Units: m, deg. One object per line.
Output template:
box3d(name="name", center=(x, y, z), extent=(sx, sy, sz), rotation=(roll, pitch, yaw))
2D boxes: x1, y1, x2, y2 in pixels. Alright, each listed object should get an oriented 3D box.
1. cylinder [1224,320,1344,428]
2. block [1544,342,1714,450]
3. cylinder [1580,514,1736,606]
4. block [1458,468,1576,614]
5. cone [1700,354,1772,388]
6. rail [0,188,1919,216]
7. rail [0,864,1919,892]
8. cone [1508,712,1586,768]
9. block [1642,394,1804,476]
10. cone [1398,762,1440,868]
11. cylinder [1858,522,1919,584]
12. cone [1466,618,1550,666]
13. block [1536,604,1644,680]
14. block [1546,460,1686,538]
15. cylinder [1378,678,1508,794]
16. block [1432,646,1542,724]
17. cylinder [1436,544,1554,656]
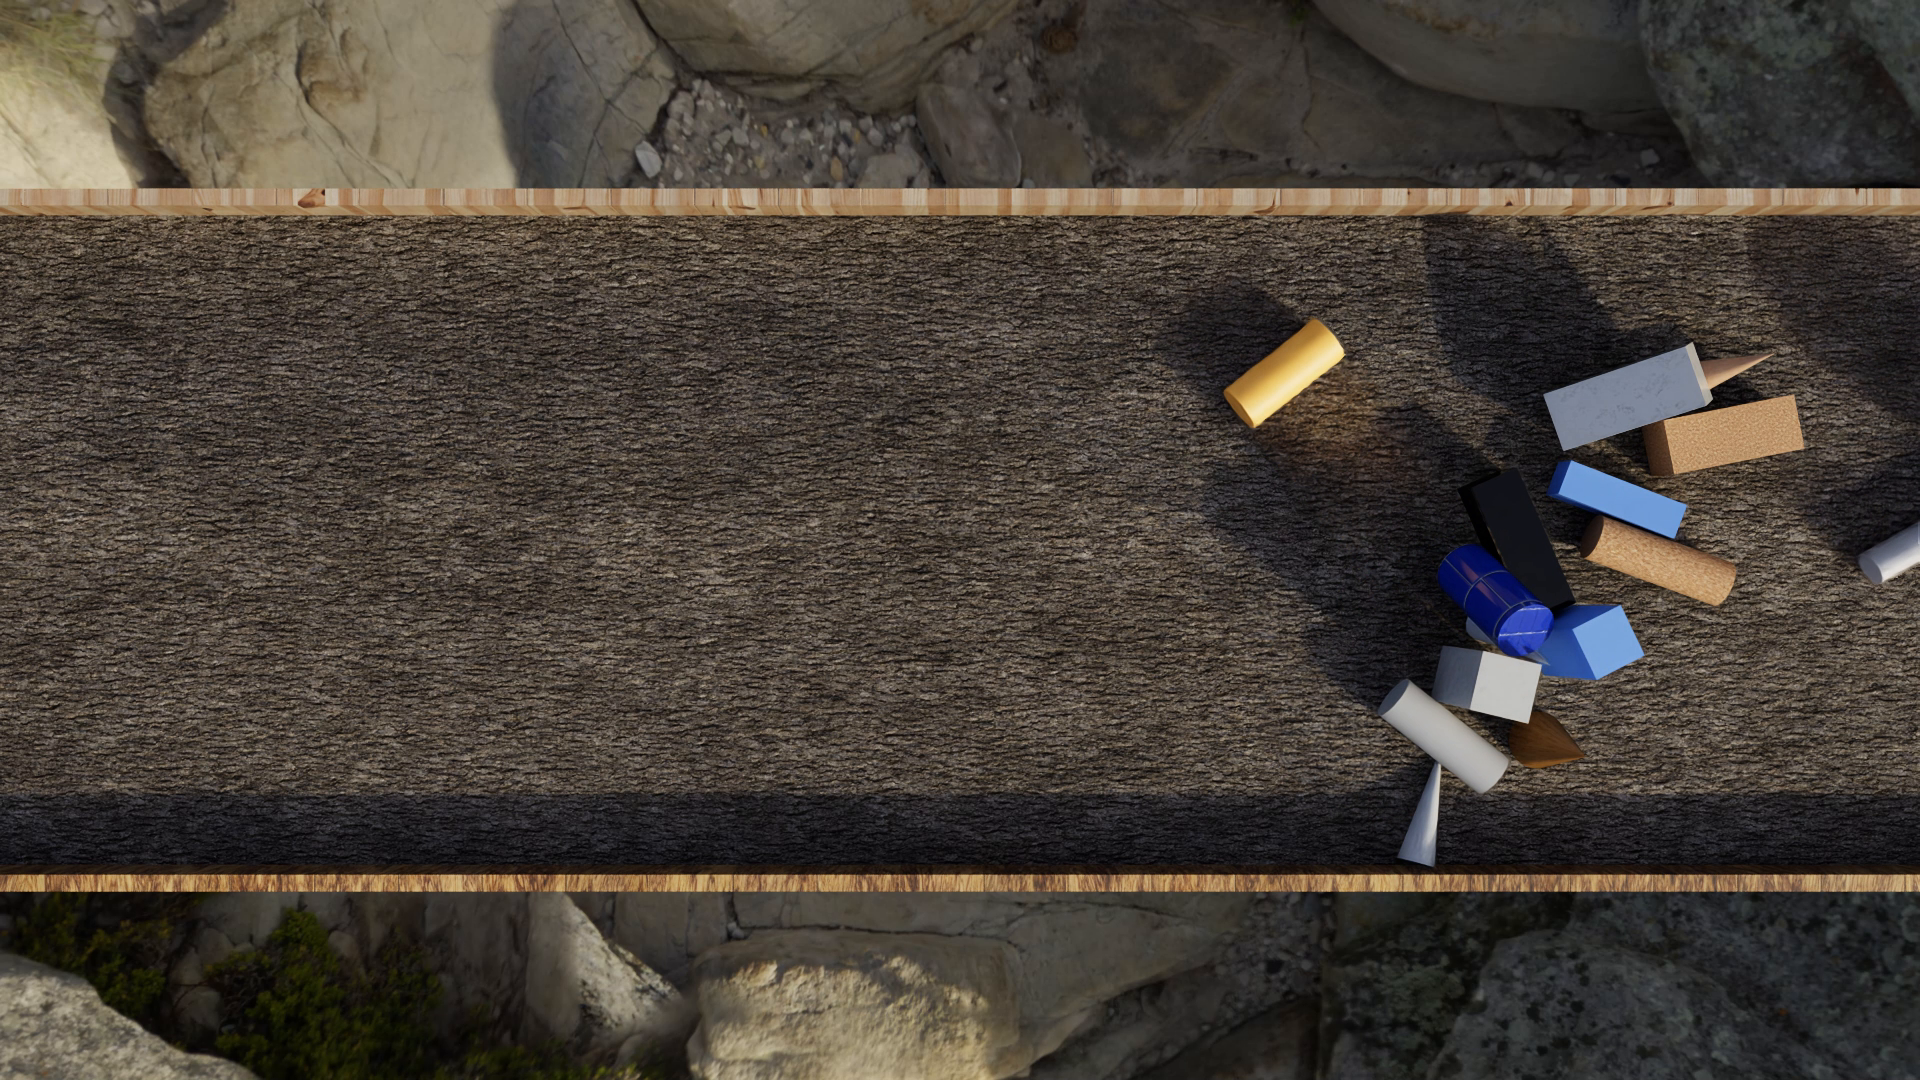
box3d(name="cylinder", center=(0.982, -0.504, 5.003), extent=(0.346, 0.148, 0.148), rotation=(-38, 90, 0))
box3d(name="block", center=(1.980, -0.425, 4.892), extent=(0.411, 0.180, 0.180), rotation=(-20, 90, 32))
box3d(name="cylinder", center=(2.116, 0.061, 5.006), extent=(0.422, 0.141, 0.141), rotation=(20, 90, 0))
box3d(name="block", center=(1.686, 0.015, 5.003), extent=(0.148, 0.148, 0.441), rotation=(-24, 90, 0))
box3d(name="cone", center=(2.226, -0.494, 4.888), extent=(0.375, 0.162, 0.162), rotation=(-20, 90, 44))
box3d(name="rail", center=(-2.247, -1.025, 5.002), extent=(12.000, 0.150, 0.050), rotation=(0, 90, 0))
box3d(name="rail", center=(-2.247, 1.025, 5.001), extent=(12.000, 0.150, 0.050), rotation=(0, 90, 0))
box3d(name="cone", center=(1.777, 0.615, 4.877), extent=(0.176, 0.398, 0.176), rotation=(0, 90, 0))
box3d(name="block", center=(2.306, -0.315, 4.994), extent=(0.396, 0.164, 0.164), rotation=(-11, 90, 0))
box3d(name="cone", center=(1.436, 0.805, 5.048), extent=(0.114, 0.114, 0.373), rotation=(15, 81, 0))
box3d(name="cylinder", center=(2.969, -0.022, 5.025), extent=(0.447, 0.103, 0.103), rotation=(-29, 90, 0))
box3d(name="cone", center=(1.648, 0.305, 4.887), extent=(0.119, 0.362, 0.119), rotation=(-4, 109, -13))
box3d(name="block", center=(1.841, 0.300, 4.894), extent=(0.160, 0.350, 0.160), rotation=(-26, 90, -6))
box3d(name="block", center=(1.997, -0.122, 5.023), extent=(0.374, 0.108, 0.108), rotation=(21, 90, 0))
box3d(name="cylinder", center=(1.465, 0.595, 5.006), extent=(0.382, 0.142, 0.142), rotation=(38, 90, 0))
box3d(name="block", center=(1.551, 0.423, 4.882), extent=(0.172, 0.385, 0.172), rotation=(13, 89, 0))
box3d(name="cylinder", center=(1.581, 0.175, 4.883), extent=(0.179, 0.347, 0.179), rotation=(-8, 122, -13))
